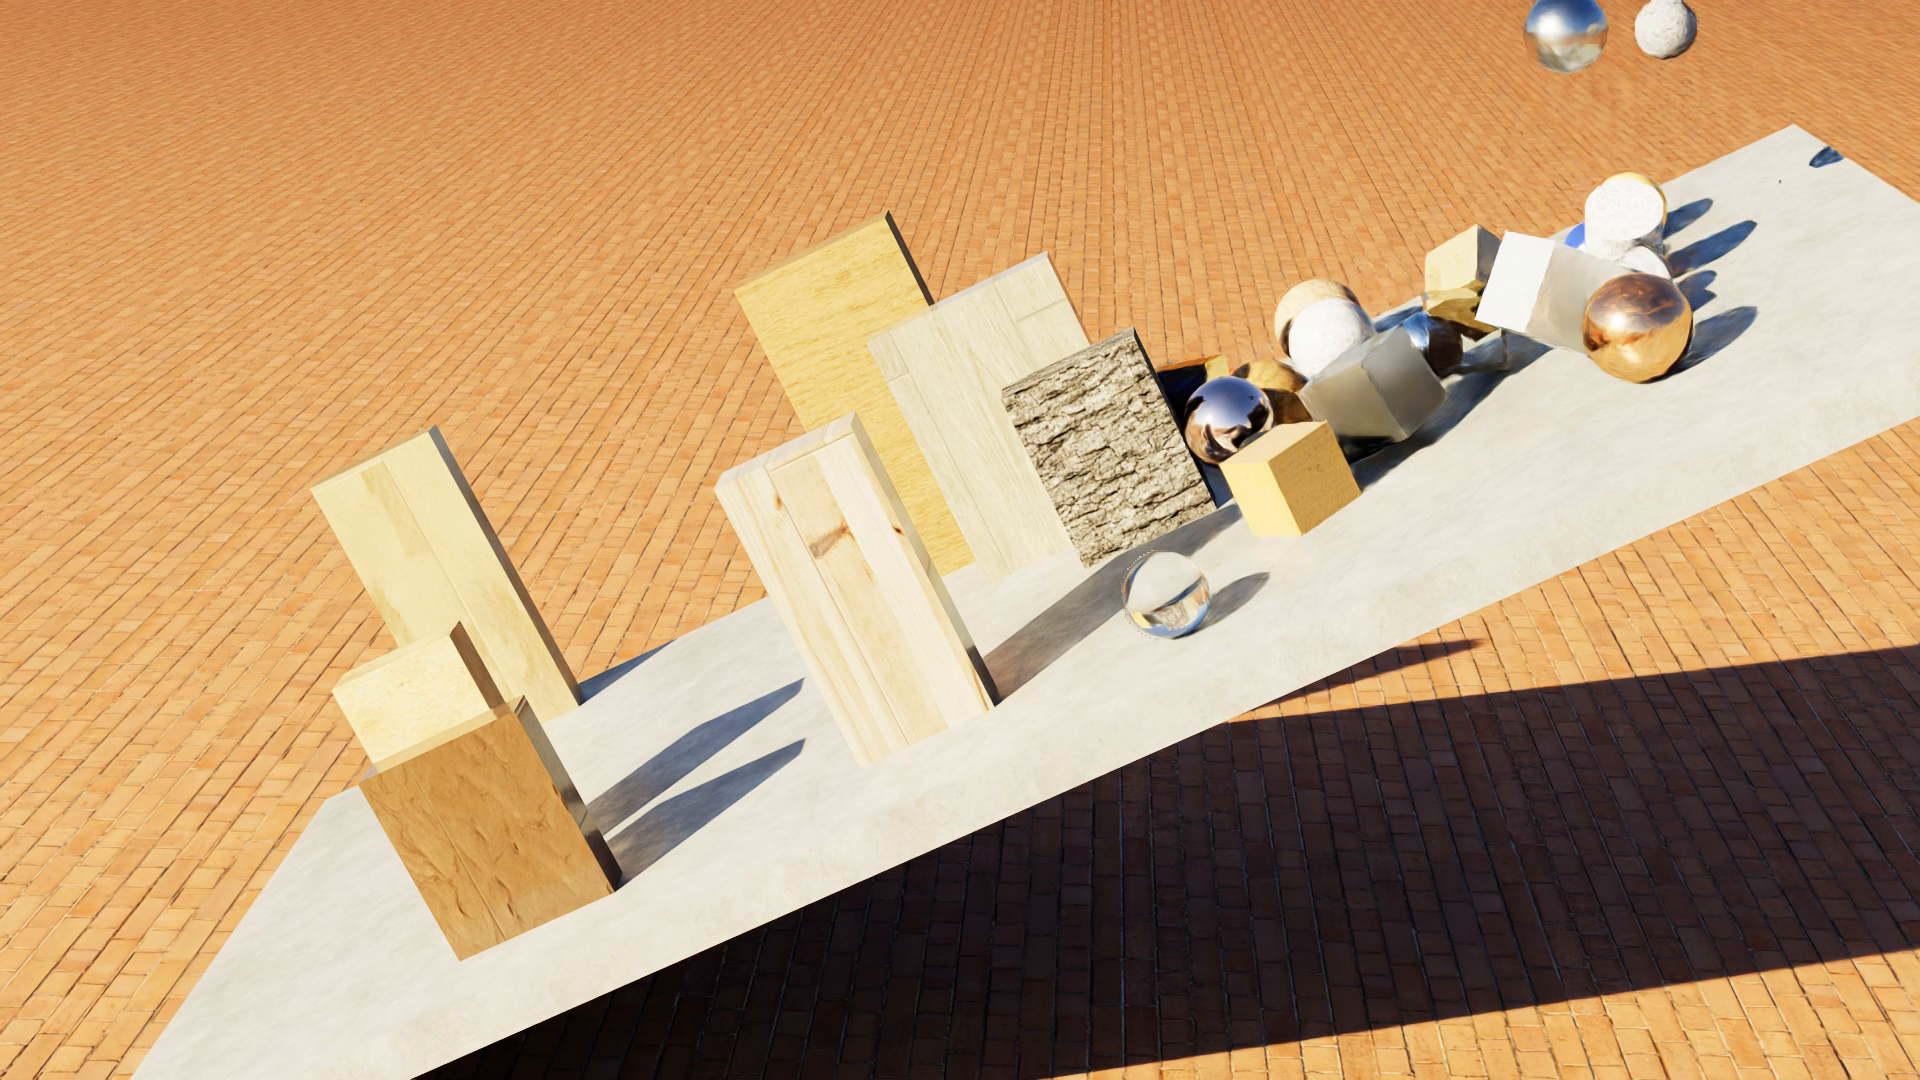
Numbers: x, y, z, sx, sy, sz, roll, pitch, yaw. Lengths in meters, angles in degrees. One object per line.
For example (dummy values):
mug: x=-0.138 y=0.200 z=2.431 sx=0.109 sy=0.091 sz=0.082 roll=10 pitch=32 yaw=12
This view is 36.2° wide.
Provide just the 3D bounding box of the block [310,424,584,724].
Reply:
block: x=-1.247 y=0.131 z=7.182 sx=0.328 sy=0.768 sz=0.084 roll=-25 pitch=14 yaw=9

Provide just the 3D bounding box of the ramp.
ramp: x=0.137 y=0.168 z=6.281 sx=4.000 sy=0.100 sz=2.000 roll=-25 pitch=14 yaw=9

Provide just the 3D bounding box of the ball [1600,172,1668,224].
ball: x=1.480 y=-0.728 z=6.510 sx=0.170 sy=0.170 sz=0.170 roll=0 pitch=16 yaw=0

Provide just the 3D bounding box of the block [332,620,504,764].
block: x=-1.029 y=0.463 z=6.033 sx=0.274 sy=0.529 sz=0.105 roll=-25 pitch=14 yaw=9

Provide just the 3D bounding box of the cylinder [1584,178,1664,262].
cylinder: x=1.384 y=-0.639 z=6.129 sx=0.160 sy=0.160 sz=0.160 roll=-6 pitch=56 yaw=9

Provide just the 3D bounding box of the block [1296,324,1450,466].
block: x=0.834 y=-0.292 z=5.938 sx=0.180 sy=0.180 sz=0.180 roll=-27 pitch=10 yaw=47

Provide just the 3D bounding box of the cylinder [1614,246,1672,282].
cylinder: x=1.358 y=-0.507 z=5.983 sx=0.132 sy=0.132 sz=0.132 roll=-31 pitch=24 yaw=-11

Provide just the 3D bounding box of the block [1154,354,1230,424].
block: x=0.526 y=-0.325 z=6.725 sx=0.156 sy=0.156 sz=0.156 roll=-10 pitch=7 yaw=25

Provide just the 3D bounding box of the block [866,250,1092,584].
block: x=0.126 y=-0.264 z=6.408 sx=0.432 sy=0.602 sz=0.081 roll=-25 pitch=14 yaw=9

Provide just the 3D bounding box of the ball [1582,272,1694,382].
ball: x=1.285 y=-0.404 z=5.577 sx=0.208 sy=0.208 sz=0.208 roll=0 pitch=16 yaw=0

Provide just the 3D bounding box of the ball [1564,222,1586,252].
ball: x=1.358 y=-0.623 z=6.318 sx=0.124 sy=0.124 sz=0.124 roll=0 pitch=16 yaw=0

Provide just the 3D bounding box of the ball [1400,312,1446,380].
ball: x=0.995 y=-0.411 z=6.279 sx=0.152 sy=0.152 sz=0.152 roll=0 pitch=16 yaw=0

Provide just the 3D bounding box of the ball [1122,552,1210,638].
ball: x=0.385 y=0.102 z=5.487 sx=0.162 sy=0.162 sz=0.162 roll=0 pitch=16 yaw=0

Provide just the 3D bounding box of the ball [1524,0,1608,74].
ball: x=1.232 y=-1.033 z=5.984 sx=0.170 sy=0.170 sz=0.170 roll=0 pitch=16 yaw=0

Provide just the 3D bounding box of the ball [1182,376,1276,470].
ball: x=0.561 y=-0.244 z=6.142 sx=0.197 sy=0.197 sz=0.197 roll=0 pitch=16 yaw=0

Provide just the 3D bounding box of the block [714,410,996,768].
block: x=-0.196 y=0.096 z=5.637 sx=0.288 sy=0.615 sz=0.122 roll=-25 pitch=14 yaw=9

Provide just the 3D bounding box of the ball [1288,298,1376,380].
ball: x=0.824 y=-0.439 z=6.507 sx=0.195 sy=0.195 sz=0.195 roll=0 pitch=16 yaw=0

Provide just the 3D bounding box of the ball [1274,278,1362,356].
ball: x=0.832 y=-0.501 z=6.809 sx=0.208 sy=0.208 sz=0.208 roll=0 pitch=16 yaw=0

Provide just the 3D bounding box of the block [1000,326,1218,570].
block: x=0.315 y=-0.194 z=6.202 sx=0.306 sy=0.409 sz=0.115 roll=-25 pitch=14 yaw=9

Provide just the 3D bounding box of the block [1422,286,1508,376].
block: x=1.048 y=-0.435 z=6.111 sx=0.156 sy=0.156 sz=0.156 roll=-5 pitch=11 yaw=6

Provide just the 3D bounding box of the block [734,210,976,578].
block: x=-0.158 y=-0.304 z=6.677 sx=0.378 sy=0.797 sz=0.115 roll=-25 pitch=14 yaw=9

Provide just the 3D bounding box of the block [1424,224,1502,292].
block: x=1.104 y=-0.553 z=6.307 sx=0.149 sy=0.149 sz=0.149 roll=28 pitch=-38 yaw=-29

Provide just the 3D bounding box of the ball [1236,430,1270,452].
ball: x=0.627 y=-0.150 z=5.974 sx=0.145 sy=0.145 sz=0.145 roll=0 pitch=16 yaw=0

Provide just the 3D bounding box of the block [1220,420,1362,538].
block: x=0.652 y=-0.119 z=5.805 sx=0.165 sy=0.165 sz=0.165 roll=-33 pitch=15 yaw=-25

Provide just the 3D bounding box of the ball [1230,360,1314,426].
ball: x=0.658 y=-0.284 z=6.322 sx=0.209 sy=0.209 sz=0.209 roll=0 pitch=16 yaw=0

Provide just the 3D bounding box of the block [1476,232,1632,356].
block: x=1.171 y=-0.485 z=5.813 sx=0.186 sy=0.186 sz=0.186 roll=16 pitch=6 yaw=-23

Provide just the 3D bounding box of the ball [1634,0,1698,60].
ball: x=1.406 y=-1.019 z=5.856 sx=0.123 sy=0.123 sz=0.123 roll=0 pitch=16 yaw=0

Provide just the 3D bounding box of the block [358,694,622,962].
block: x=-0.908 y=0.559 z=5.699 sx=0.344 sy=0.409 sz=0.100 roll=-25 pitch=14 yaw=9
